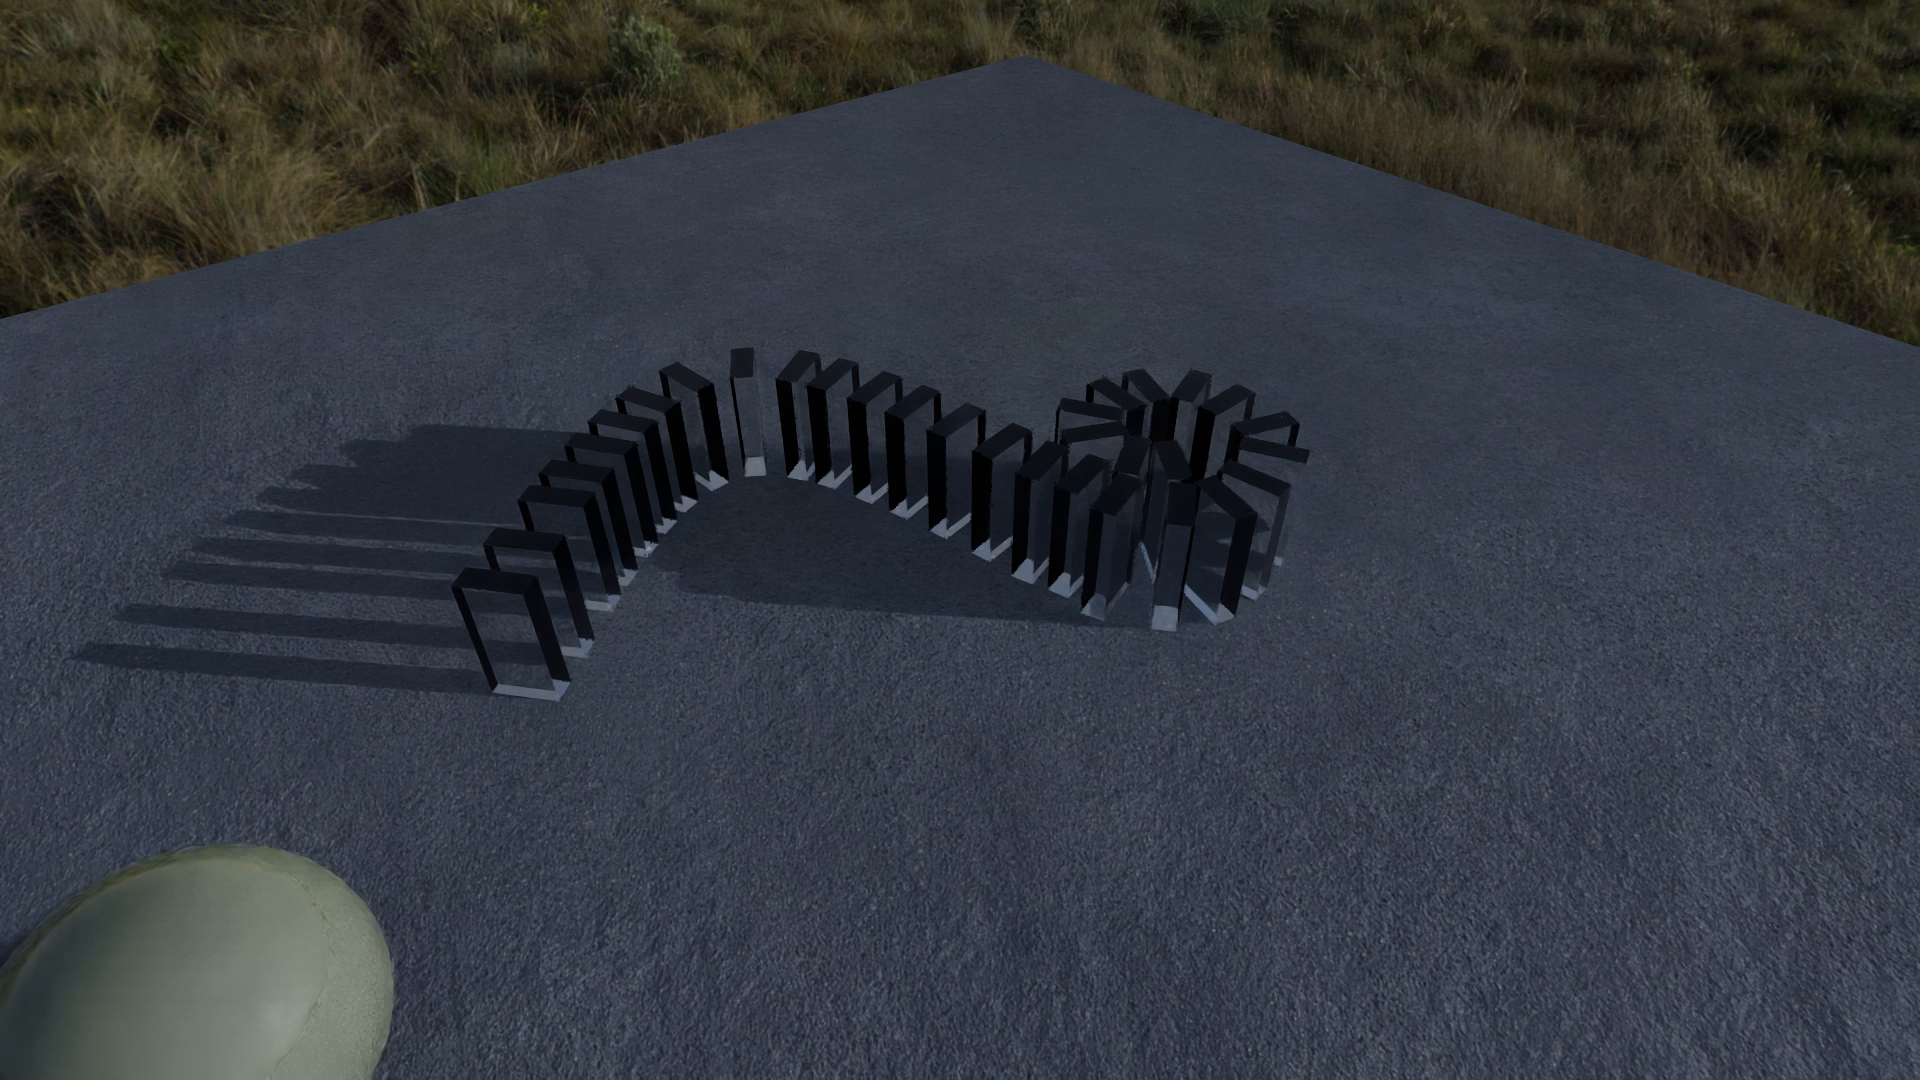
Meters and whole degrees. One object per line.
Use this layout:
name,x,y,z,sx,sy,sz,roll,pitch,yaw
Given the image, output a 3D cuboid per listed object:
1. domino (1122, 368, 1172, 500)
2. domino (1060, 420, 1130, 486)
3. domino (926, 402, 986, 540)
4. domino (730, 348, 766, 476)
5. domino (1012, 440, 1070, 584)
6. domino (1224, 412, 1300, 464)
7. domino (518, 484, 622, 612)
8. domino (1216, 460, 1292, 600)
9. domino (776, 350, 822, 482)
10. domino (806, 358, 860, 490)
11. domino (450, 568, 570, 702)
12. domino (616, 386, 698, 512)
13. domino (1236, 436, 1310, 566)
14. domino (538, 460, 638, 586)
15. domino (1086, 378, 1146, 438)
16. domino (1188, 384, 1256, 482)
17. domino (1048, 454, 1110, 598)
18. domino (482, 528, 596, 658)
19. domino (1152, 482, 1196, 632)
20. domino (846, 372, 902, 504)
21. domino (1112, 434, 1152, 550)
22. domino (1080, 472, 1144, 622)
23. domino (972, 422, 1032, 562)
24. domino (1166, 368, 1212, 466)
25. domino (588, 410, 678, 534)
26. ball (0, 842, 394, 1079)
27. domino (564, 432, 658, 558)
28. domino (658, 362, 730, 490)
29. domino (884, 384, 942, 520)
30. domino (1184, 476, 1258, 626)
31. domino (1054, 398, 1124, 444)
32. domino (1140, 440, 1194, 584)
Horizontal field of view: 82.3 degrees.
domino,0.076,-0.044,0.465,0.009,0.050,0.025,-12,41,-15
domino,0.052,-0.022,0.439,0.025,0.050,0.009,-9,40,-11
domino,-0.001,-0.028,0.445,0.009,0.050,0.025,27,46,29
domino,-0.092,-0.055,0.479,0.009,0.050,0.025,-5,40,-6
domino,0.031,-0.010,0.424,0.010,0.050,0.025,21,44,24
domino,0.119,-0.026,0.443,0.025,0.050,0.010,-14,41,-16
domino,-0.144,0.004,0.407,0.025,0.050,0.010,6,40,8
domino,0.107,-0.003,0.416,0.025,0.050,0.009,28,47,30
domino,-0.068,-0.054,0.477,0.009,0.050,0.025,11,41,13
domino,-0.053,-0.050,0.472,0.009,0.050,0.025,18,43,21
domino,-0.151,0.033,0.372,0.025,0.050,0.009,6,40,7
domino,-0.125,-0.037,0.457,0.025,0.050,0.010,18,43,21
domino,0.118,-0.015,0.429,0.025,0.050,0.009,14,41,17
domino,-0.141,-0.006,0.419,0.025,0.050,0.010,8,40,10
domino,0.063,-0.040,0.460,0.009,0.050,0.025,-23,45,-26
domino,0.107,-0.037,0.457,0.025,0.050,0.009,-30,48,-32
domino,0.045,-0.005,0.418,0.009,0.050,0.025,23,45,26
domino,-0.148,0.019,0.388,0.025,0.050,0.009,6,40,7
domino,0.078,0.007,0.403,0.010,0.050,0.025,7,40,8
domino,-0.035,-0.043,0.464,0.009,0.050,0.025,23,44,25
domino,0.064,-0.013,0.427,0.009,0.050,0.025,12,41,14
domino,0.056,0.003,0.408,0.010,0.050,0.025,20,44,23
domino,0.016,-0.018,0.434,0.009,0.050,0.025,28,47,30
domino,0.095,-0.044,0.465,0.010,0.050,0.025,19,43,22
domino,-0.132,-0.027,0.445,0.025,0.050,0.009,12,41,14
ball,-0.175,0.111,0.252,0.080,0.080,0.080,0,39,0
domino,-0.136,-0.017,0.432,0.025,0.050,0.009,10,40,11
domino,-0.113,-0.048,0.470,0.025,0.050,0.009,31,49,32
domino,-0.019,-0.036,0.455,0.010,0.050,0.025,24,45,27
domino,0.094,0.004,0.406,0.009,0.050,0.025,-17,42,-20
domino,0.052,-0.032,0.451,0.025,0.050,0.009,13,41,15
domino,0.079,-0.011,0.424,0.009,0.050,0.025,-3,39,-4
